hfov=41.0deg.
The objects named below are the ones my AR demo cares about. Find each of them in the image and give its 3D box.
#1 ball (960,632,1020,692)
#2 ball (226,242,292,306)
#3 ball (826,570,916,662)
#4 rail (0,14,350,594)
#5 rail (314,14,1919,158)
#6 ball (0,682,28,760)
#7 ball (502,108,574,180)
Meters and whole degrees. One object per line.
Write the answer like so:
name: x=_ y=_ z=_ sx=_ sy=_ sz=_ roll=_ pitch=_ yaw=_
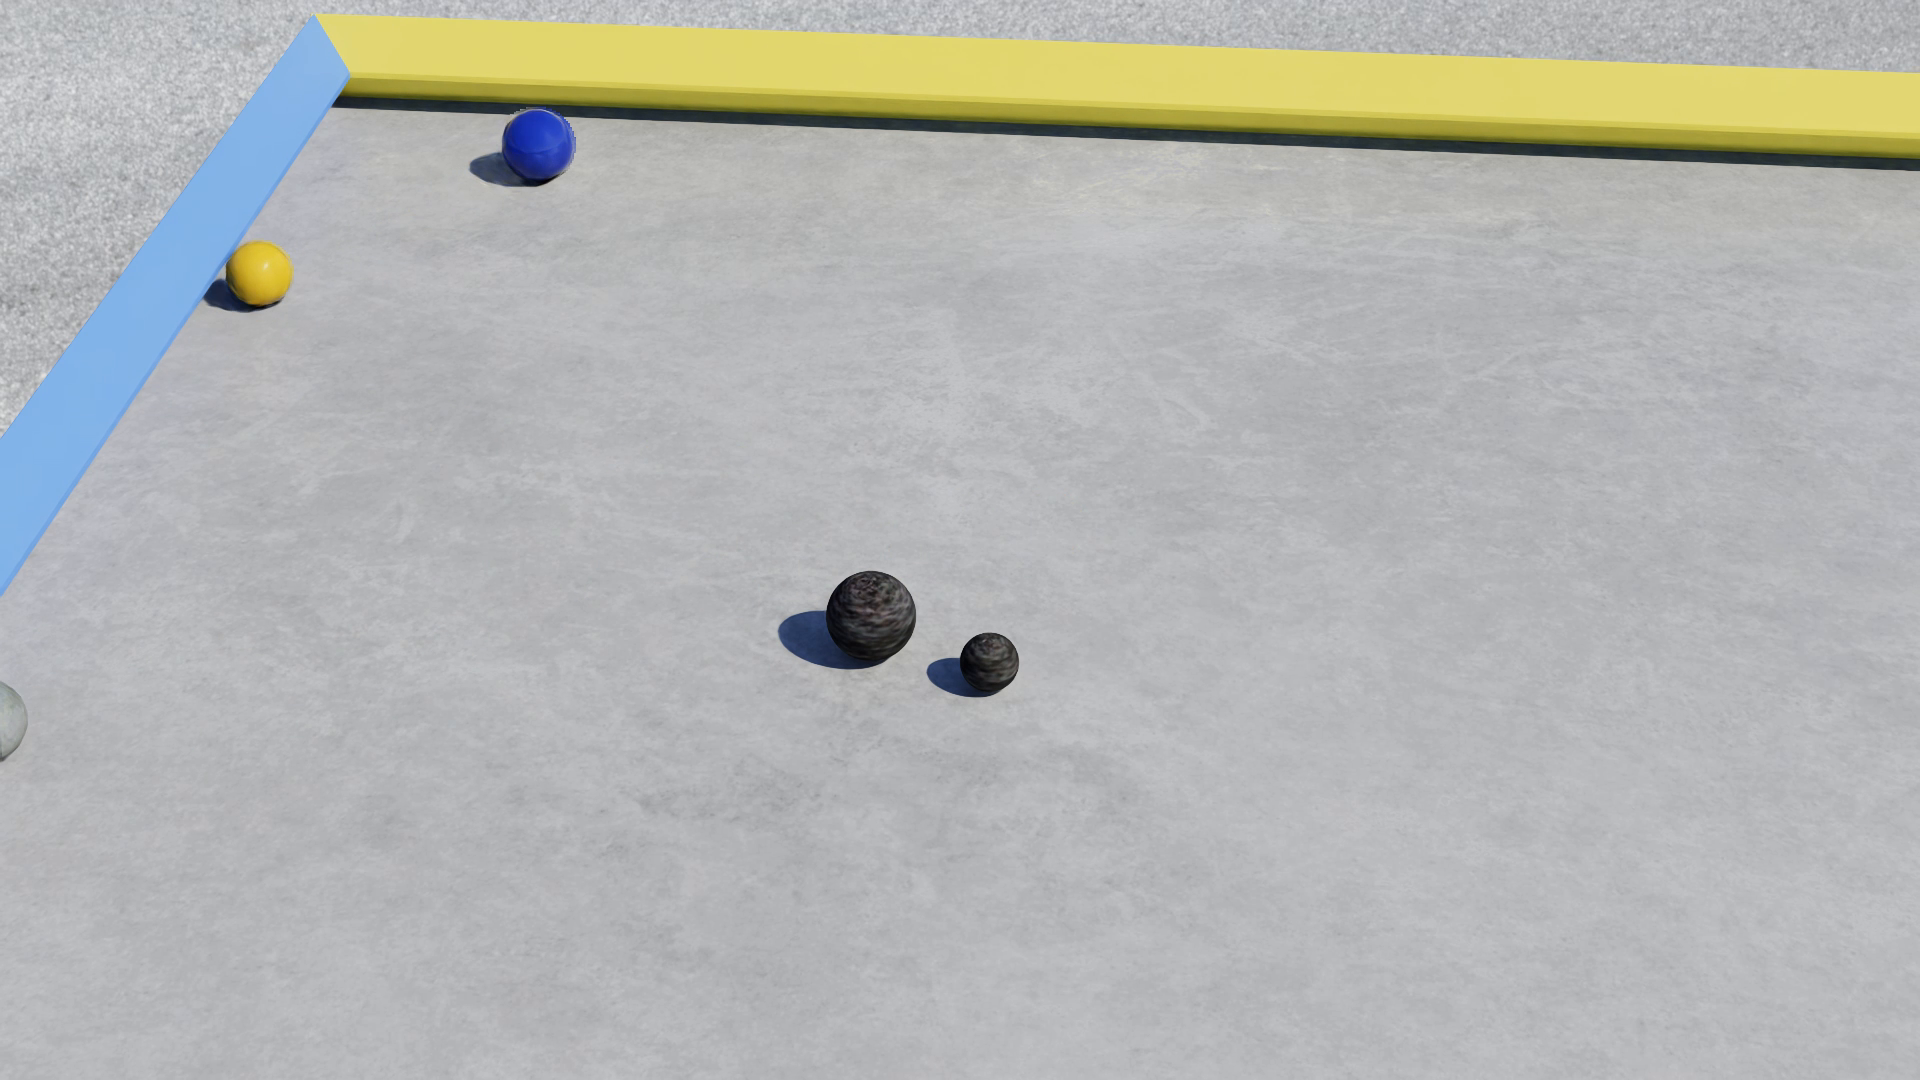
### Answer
ball: x=0.021 y=0.086 z=1.810 sx=0.042 sy=0.042 sz=0.042 roll=0 pitch=35 yaw=0
ball: x=-0.617 y=-0.234 z=2.256 sx=0.057 sy=0.057 sz=0.057 roll=0 pitch=35 yaw=0
ball: x=-0.064 y=0.054 z=1.835 sx=0.065 sy=0.065 sz=0.065 roll=0 pitch=35 yaw=0
rail: x=-0.695 y=-0.049 z=1.962 sx=0.045 sy=0.088 sz=1.550 roll=3 pitch=35 yaw=4
rail: x=0.787 y=-0.404 z=2.470 sx=2.888 sy=0.088 sz=0.045 roll=3 pitch=35 yaw=4
ball: x=-0.664 y=0.123 z=1.743 sx=0.058 sy=0.058 sz=0.058 roll=0 pitch=35 yaw=0
ball: x=-0.404 y=-0.378 z=2.452 sx=0.068 sy=0.068 sz=0.068 roll=0 pitch=35 yaw=0
